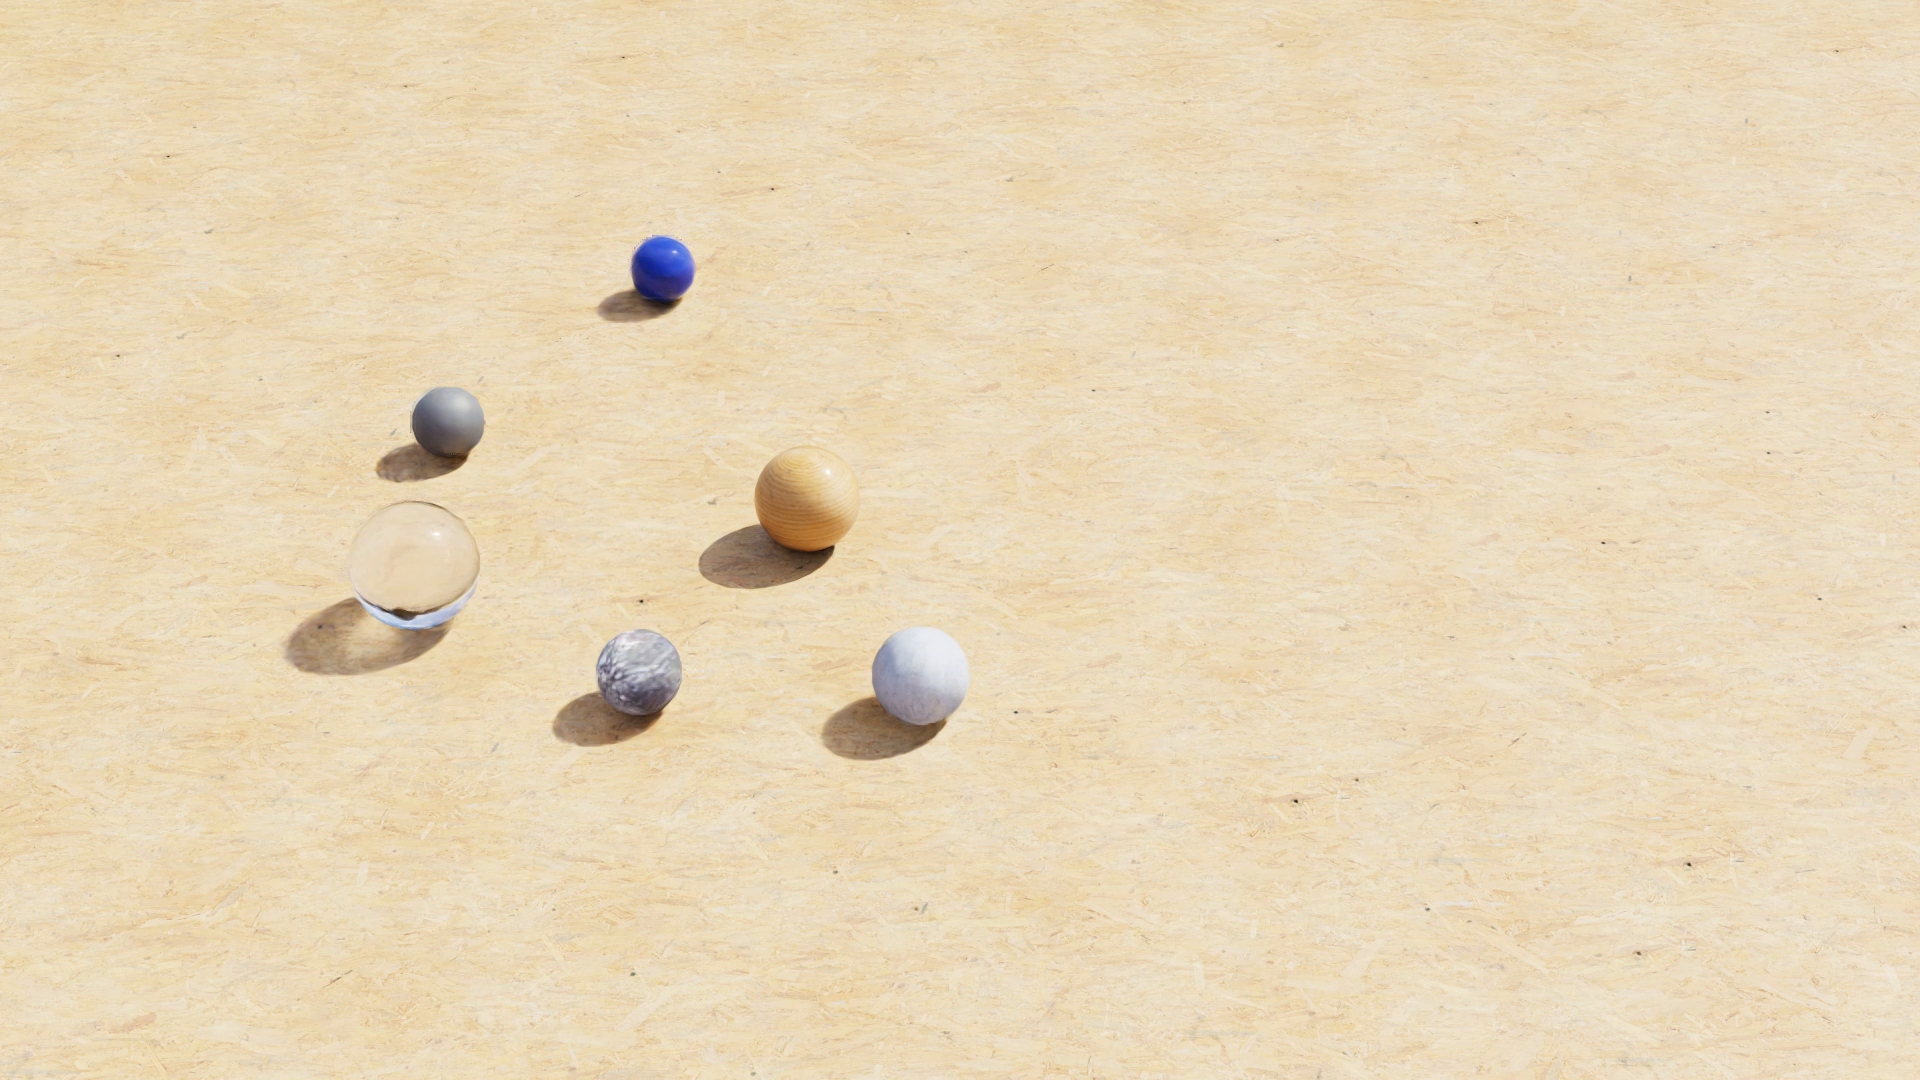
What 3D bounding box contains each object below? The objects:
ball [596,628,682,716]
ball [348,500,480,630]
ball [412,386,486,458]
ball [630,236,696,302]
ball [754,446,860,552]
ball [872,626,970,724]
[{"bbox_3d":[-0.194,0.080,1.553,0.052,0.052,0.052,0,36,0],"label":"ball"},{"bbox_3d":[-0.343,0.016,1.615,0.082,0.082,0.082,0,36,0],"label":"ball"},{"bbox_3d":[-0.354,-0.082,1.775,0.050,0.050,0.050,0,36,0],"label":"ball"},{"bbox_3d":[-0.225,-0.205,1.944,0.050,0.050,0.050,0,36,0],"label":"ball"},{"bbox_3d":[-0.100,-0.027,1.684,0.070,0.070,0.070,0,36,0],"label":"ball"},{"bbox_3d":[-0.023,0.081,1.544,0.059,0.059,0.059,0,36,0],"label":"ball"}]
